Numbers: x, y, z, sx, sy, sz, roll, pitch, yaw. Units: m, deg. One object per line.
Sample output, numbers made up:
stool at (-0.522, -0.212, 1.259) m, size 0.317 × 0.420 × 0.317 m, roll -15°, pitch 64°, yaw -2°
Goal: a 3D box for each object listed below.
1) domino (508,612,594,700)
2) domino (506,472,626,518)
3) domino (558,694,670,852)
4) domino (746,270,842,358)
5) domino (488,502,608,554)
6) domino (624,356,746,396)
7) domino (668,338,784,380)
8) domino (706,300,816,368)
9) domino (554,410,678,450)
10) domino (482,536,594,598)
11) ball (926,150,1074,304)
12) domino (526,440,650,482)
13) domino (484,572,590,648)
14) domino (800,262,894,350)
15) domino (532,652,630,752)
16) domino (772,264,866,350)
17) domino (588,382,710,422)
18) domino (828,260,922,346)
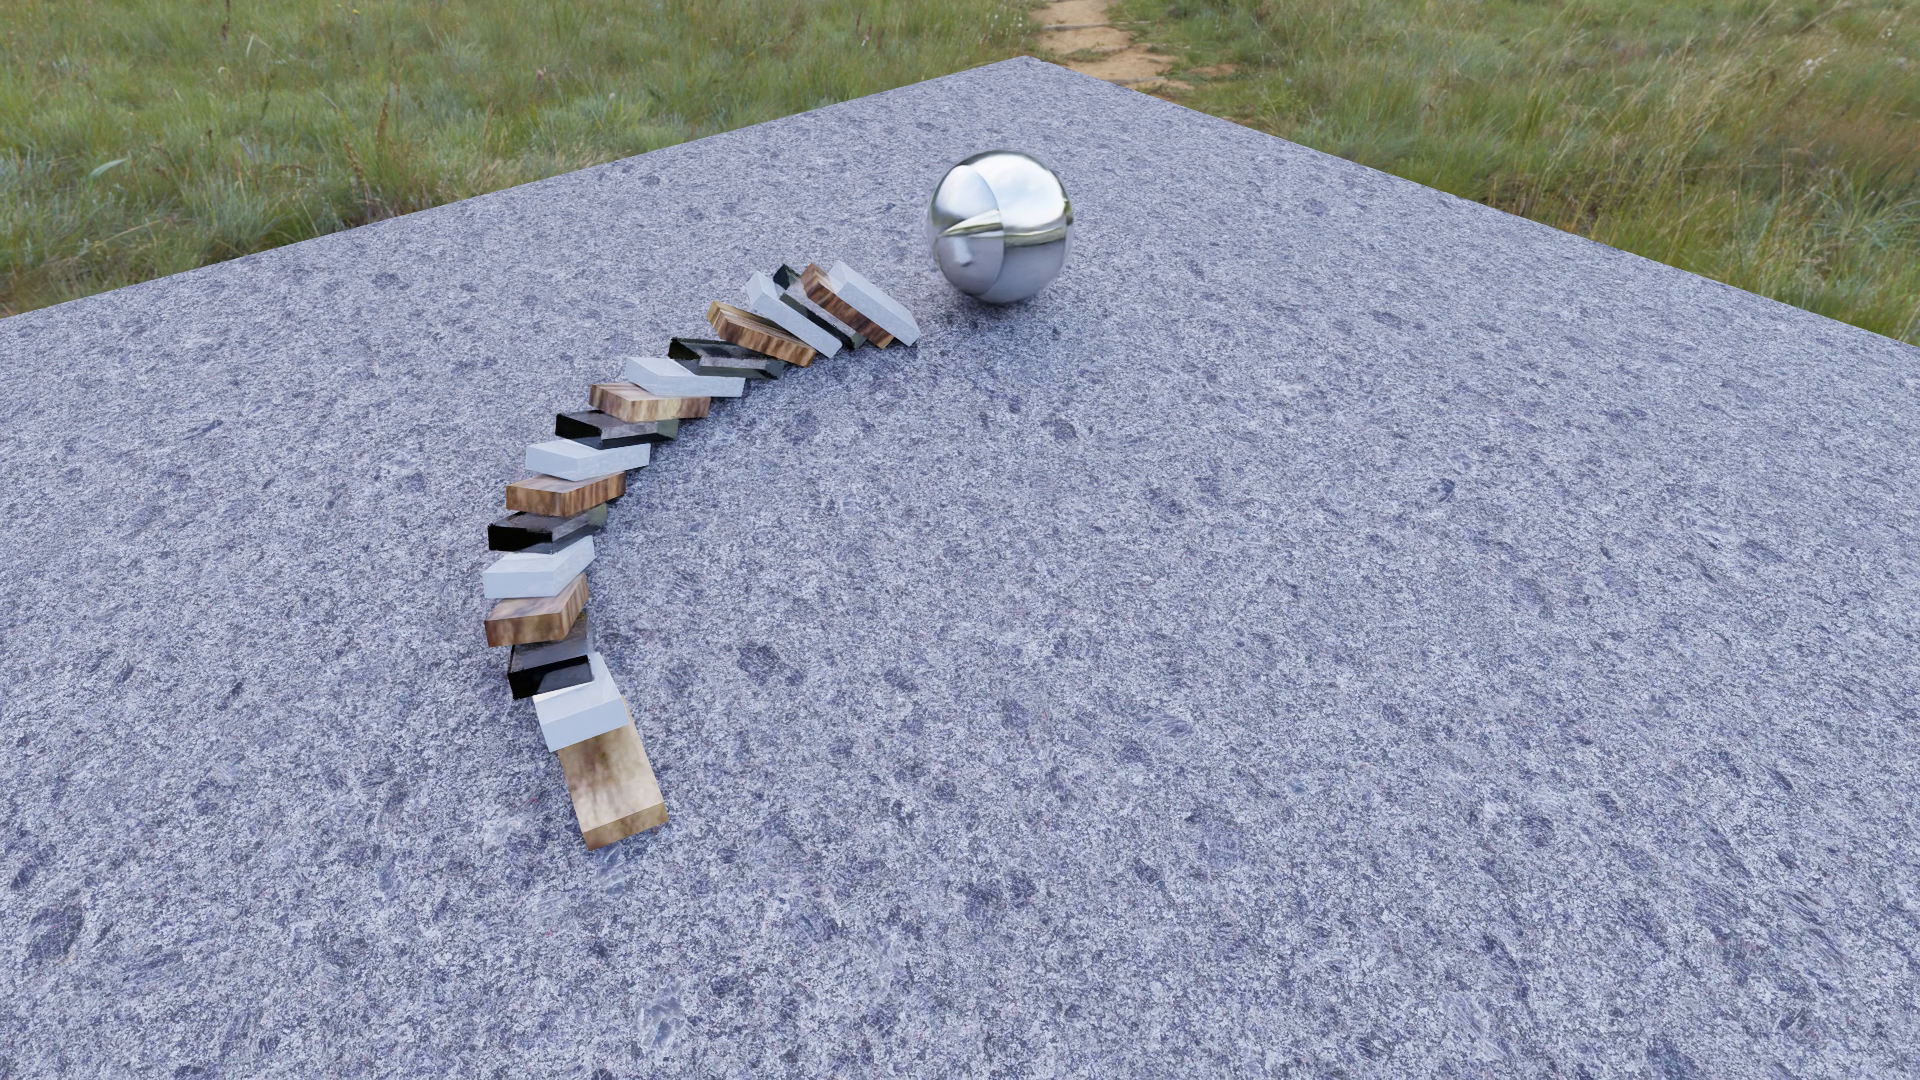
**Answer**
domino at (-0.141, 0.039, 0.380) m, size 0.025 × 0.009 × 0.050 m, roll -13°, pitch 17°, yaw -15°
domino at (-0.161, -0.021, 0.453) m, size 0.025 × 0.009 × 0.050 m, roll 7°, pitch 14°, yaw 9°
domino at (-0.113, 0.074, 0.354) m, size 0.025 × 0.010 × 0.050 m, roll -18°, pitch 43°, yaw -21°
domino at (-0.084, -0.114, 0.558) m, size 0.050 × 0.010 × 0.025 m, roll 31°, pitch 23°, yaw -35°
domino at (-0.162, -0.006, 0.434) m, size 0.025 × 0.010 × 0.050 m, roll 4°, pitch 14°, yaw 5°
domino at (-0.130, -0.077, 0.521) m, size 0.025 × 0.009 × 0.050 m, roll 30°, pitch 23°, yaw 33°
domino at (-0.113, -0.088, 0.535) m, size 0.025 × 0.010 × 0.050 m, roll 34°, pitch 25°, yaw 34°
domino at (-0.099, -0.103, 0.549) m, size 0.050 × 0.009 × 0.025 m, roll 13°, pitch 27°, yaw -39°
domino at (-0.152, -0.050, 0.489) m, size 0.025 × 0.010 × 0.050 m, roll 18°, pitch 17°, yaw 21°
domino at (-0.158, 0.010, 0.416) m, size 0.025 × 0.010 × 0.050 m, roll -2°, pitch 15°, yaw -2°
ball at (0.022, -0.169, 0.593) m, size 0.080 × 0.080 × 0.080 m, roll 0°, pitch 39°, yaw 0°
domino at (-0.158, -0.036, 0.471) m, size 0.025 × 0.009 × 0.050 m, roll 14°, pitch 16°, yaw 17°
domino at (-0.152, 0.025, 0.398) m, size 0.025 × 0.010 × 0.050 m, roll -6°, pitch 15°, yaw -8°
domino at (-0.058, -0.120, 0.565) m, size 0.050 × 0.010 × 0.025 m, roll 30°, pitch 23°, yaw -35°
domino at (-0.127, 0.052, 0.364) m, size 0.025 × 0.009 × 0.050 m, roll -18°, pitch 19°, yaw -21°
domino at (-0.072, -0.119, 0.563) m, size 0.050 × 0.009 × 0.025 m, roll 31°, pitch 23°, yaw -35°
domino at (-0.142, -0.064, 0.505) m, size 0.025 × 0.009 × 0.050 m, roll 24°, pitch 20°, yaw 26°
domino at (-0.044, -0.122, 0.567) m, size 0.050 × 0.009 × 0.025 m, roll 30°, pitch 23°, yaw -35°
